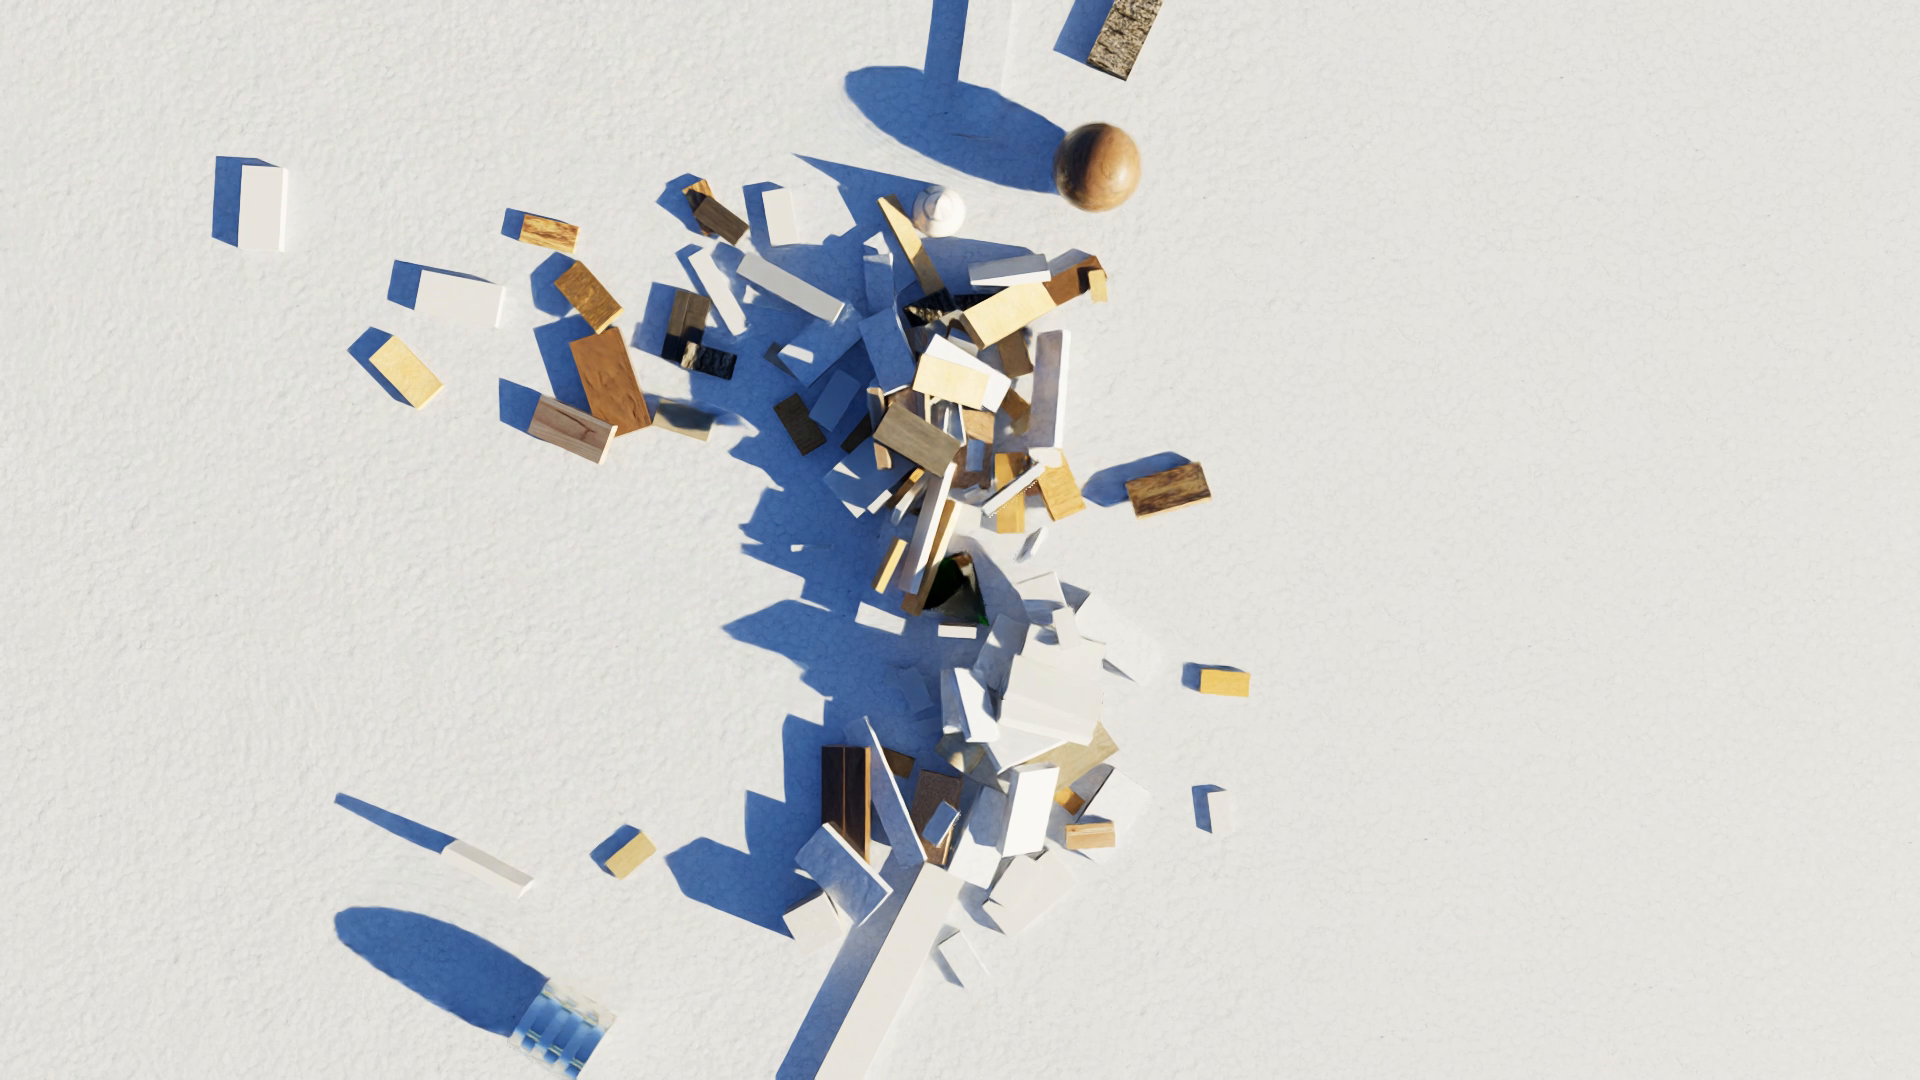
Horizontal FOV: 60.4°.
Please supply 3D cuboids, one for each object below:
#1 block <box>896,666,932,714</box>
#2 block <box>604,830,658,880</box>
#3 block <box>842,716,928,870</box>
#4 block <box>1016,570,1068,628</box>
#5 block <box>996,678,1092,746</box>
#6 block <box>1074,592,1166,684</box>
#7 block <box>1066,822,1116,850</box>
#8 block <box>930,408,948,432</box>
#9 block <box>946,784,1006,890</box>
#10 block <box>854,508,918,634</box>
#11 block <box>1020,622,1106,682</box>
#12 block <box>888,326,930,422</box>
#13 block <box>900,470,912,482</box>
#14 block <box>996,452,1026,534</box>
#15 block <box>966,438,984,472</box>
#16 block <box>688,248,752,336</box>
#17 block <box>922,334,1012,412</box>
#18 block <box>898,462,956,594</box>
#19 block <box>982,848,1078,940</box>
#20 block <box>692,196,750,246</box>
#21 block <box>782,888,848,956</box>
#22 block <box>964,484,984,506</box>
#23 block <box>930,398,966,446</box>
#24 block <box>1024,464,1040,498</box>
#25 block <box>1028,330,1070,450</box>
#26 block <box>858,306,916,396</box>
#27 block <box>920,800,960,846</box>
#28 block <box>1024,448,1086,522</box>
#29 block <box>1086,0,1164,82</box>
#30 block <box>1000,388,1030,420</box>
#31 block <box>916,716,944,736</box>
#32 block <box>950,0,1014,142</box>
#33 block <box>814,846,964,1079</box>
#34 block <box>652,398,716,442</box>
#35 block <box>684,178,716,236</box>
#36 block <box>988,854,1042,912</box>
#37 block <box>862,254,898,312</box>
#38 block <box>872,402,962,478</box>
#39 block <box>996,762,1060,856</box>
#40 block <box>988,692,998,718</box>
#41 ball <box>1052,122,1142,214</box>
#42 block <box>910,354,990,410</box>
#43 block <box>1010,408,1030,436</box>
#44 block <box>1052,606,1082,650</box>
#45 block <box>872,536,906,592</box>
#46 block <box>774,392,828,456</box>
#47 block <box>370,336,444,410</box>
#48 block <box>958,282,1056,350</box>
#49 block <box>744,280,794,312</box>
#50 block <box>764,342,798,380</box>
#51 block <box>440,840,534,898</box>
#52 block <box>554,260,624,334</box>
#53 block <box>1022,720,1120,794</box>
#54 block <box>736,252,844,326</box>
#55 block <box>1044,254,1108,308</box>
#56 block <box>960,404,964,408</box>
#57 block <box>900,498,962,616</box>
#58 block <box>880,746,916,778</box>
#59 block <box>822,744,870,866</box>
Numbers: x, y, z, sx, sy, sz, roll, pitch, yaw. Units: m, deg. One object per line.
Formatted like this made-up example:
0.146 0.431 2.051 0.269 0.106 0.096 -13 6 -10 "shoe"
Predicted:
-0.151 0.495 5.470 0.071 0.020 0.142 -23 90 0 "block"
-1.093 1.051 5.489 0.160 0.023 0.080 -40 90 0 "block"
-0.250 0.833 5.446 0.090 0.025 0.510 -25 83 17 "block"
0.305 0.282 5.436 0.128 0.036 0.347 -18 102 9 "block"
0.277 0.559 5.366 0.314 0.044 0.157 15 46 -12 "block"
0.516 0.327 5.479 0.313 0.041 0.146 37 90 0 "block"
0.431 0.977 5.447 0.160 0.023 0.080 -4 90 0 "block"
-0.093 -0.341 5.366 0.092 0.026 0.184 0 71 20 "block"
0.081 0.977 5.443 0.147 0.042 0.311 24 86 -11 "block"
-0.216 0.102 5.454 0.157 0.044 0.391 16 90 0 "block"
0.338 0.365 5.416 0.257 0.036 0.128 16 105 -1 "block"
-0.169 -0.502 5.384 0.130 0.037 0.387 -8 74 21 "block"
-0.179 -0.239 5.479 0.047 0.013 0.094 13 90 -43 "block"
0.168 -0.156 5.478 0.092 0.026 0.268 -1 92 7 "block"
0.049 -0.275 5.372 0.053 0.015 0.106 5 72 -1 "block"
-0.800 -0.824 5.491 0.066 0.019 0.303 -30 90 0 "block"
0.014 -0.542 5.373 0.302 0.033 0.118 30 87 -17 "block"
-0.109 -0.044 5.378 0.027 0.095 0.442 16 92 -28 "block"
0.232 1.174 5.479 0.292 0.041 0.146 -40 90 0 "block"
-0.790 -1.057 5.464 0.170 0.024 0.085 37 90 0 "block"
-0.475 1.251 5.426 0.149 0.149 0.149 -29 90 0 "block"
0.045 -0.148 5.374 0.053 0.106 0.015 -24 68 0 "block"
-0.040 -0.392 5.399 0.095 0.027 0.191 -13 73 15 "block"
0.230 -0.199 5.493 0.052 0.015 0.104 -18 90 0 "block"
0.292 -0.493 5.420 0.120 0.034 0.387 0 84 45 "block"
-0.229 -0.614 5.372 0.129 0.037 0.258 -23 79 16 "block"
-0.065 0.930 5.409 0.067 0.019 0.134 33 93 17 "block"
0.315 -0.191 5.462 0.120 0.034 0.239 -22 88 -17 "block"
0.550 -1.692 5.479 0.147 0.042 0.294 25 90 0 "block"
0.174 -0.456 5.490 0.136 0.019 0.068 44 90 0 "block"
-0.097 0.618 5.493 0.097 0.014 0.049 -13 90 0 "block"
0.116 -1.875 5.479 0.147 0.042 1.080 8 90 0 "block"
-0.231 1.450 5.480 0.144 0.041 0.943 27 90 0 "block"
-0.918 -0.399 5.487 0.189 0.027 0.095 17 90 0 "block"
-0.847 -1.105 5.488 0.085 0.024 0.170 -25 90 0 "block"
0.182 1.125 5.446 0.090 0.025 0.179 34 90 1 "block"
-0.264 -0.851 5.463 0.093 0.026 0.185 -3 98 14 "block"
-0.139 -0.321 5.269 0.259 0.037 0.130 30 90 -13 "block"
0.220 0.879 5.389 0.156 0.044 0.311 -3 113 -33 "block"
0.105 0.554 5.485 0.049 0.014 0.097 -42 81 -2 "block"
0.444 -1.208 5.355 0.290 0.290 0.290 0 90 0 "ball"
-0.032 -0.511 5.328 0.236 0.033 0.118 15 91 -17 "block"
0.217 -0.394 5.469 0.104 0.015 0.052 -39 121 -12 "block"
0.347 0.289 5.375 0.067 0.019 0.134 -14 86 -3 "block"
-0.233 0.080 5.384 0.026 0.091 0.182 26 90 -14 "block"
-0.532 -0.385 5.487 0.095 0.027 0.189 -32 90 0 "block"
-1.838 -0.556 5.484 0.115 0.033 0.230 -44 90 0 "block"
0.156 -0.744 5.370 0.368 0.037 0.129 -34 90 -39 "block"
-0.632 -0.814 5.489 0.161 0.023 0.081 12 90 0 "block"
-0.582 -0.598 5.491 0.131 0.019 0.066 34 90 0 "block"
-1.555 1.081 5.428 0.287 0.144 0.041 28 90 0 "block"
-1.228 -0.805 5.459 0.115 0.033 0.230 -42 78 0 "block"
0.364 0.715 5.460 0.293 0.042 0.147 -35 91 0 "block"
-0.560 -0.831 5.443 0.375 0.023 0.081 30 89 9 "block"
0.385 -0.861 5.487 0.196 0.026 0.093 -28 90 0 "block"
-0.052 -0.541 5.493 0.047 0.013 0.235 -23 90 0 "block"
-0.094 0.054 5.382 0.026 0.091 0.392 20 91 -33 "block"
-0.227 0.738 5.490 0.142 0.020 0.071 20 90 0 "block"
-0.378 0.906 5.451 0.156 0.044 0.449 0 91 17 "block"
